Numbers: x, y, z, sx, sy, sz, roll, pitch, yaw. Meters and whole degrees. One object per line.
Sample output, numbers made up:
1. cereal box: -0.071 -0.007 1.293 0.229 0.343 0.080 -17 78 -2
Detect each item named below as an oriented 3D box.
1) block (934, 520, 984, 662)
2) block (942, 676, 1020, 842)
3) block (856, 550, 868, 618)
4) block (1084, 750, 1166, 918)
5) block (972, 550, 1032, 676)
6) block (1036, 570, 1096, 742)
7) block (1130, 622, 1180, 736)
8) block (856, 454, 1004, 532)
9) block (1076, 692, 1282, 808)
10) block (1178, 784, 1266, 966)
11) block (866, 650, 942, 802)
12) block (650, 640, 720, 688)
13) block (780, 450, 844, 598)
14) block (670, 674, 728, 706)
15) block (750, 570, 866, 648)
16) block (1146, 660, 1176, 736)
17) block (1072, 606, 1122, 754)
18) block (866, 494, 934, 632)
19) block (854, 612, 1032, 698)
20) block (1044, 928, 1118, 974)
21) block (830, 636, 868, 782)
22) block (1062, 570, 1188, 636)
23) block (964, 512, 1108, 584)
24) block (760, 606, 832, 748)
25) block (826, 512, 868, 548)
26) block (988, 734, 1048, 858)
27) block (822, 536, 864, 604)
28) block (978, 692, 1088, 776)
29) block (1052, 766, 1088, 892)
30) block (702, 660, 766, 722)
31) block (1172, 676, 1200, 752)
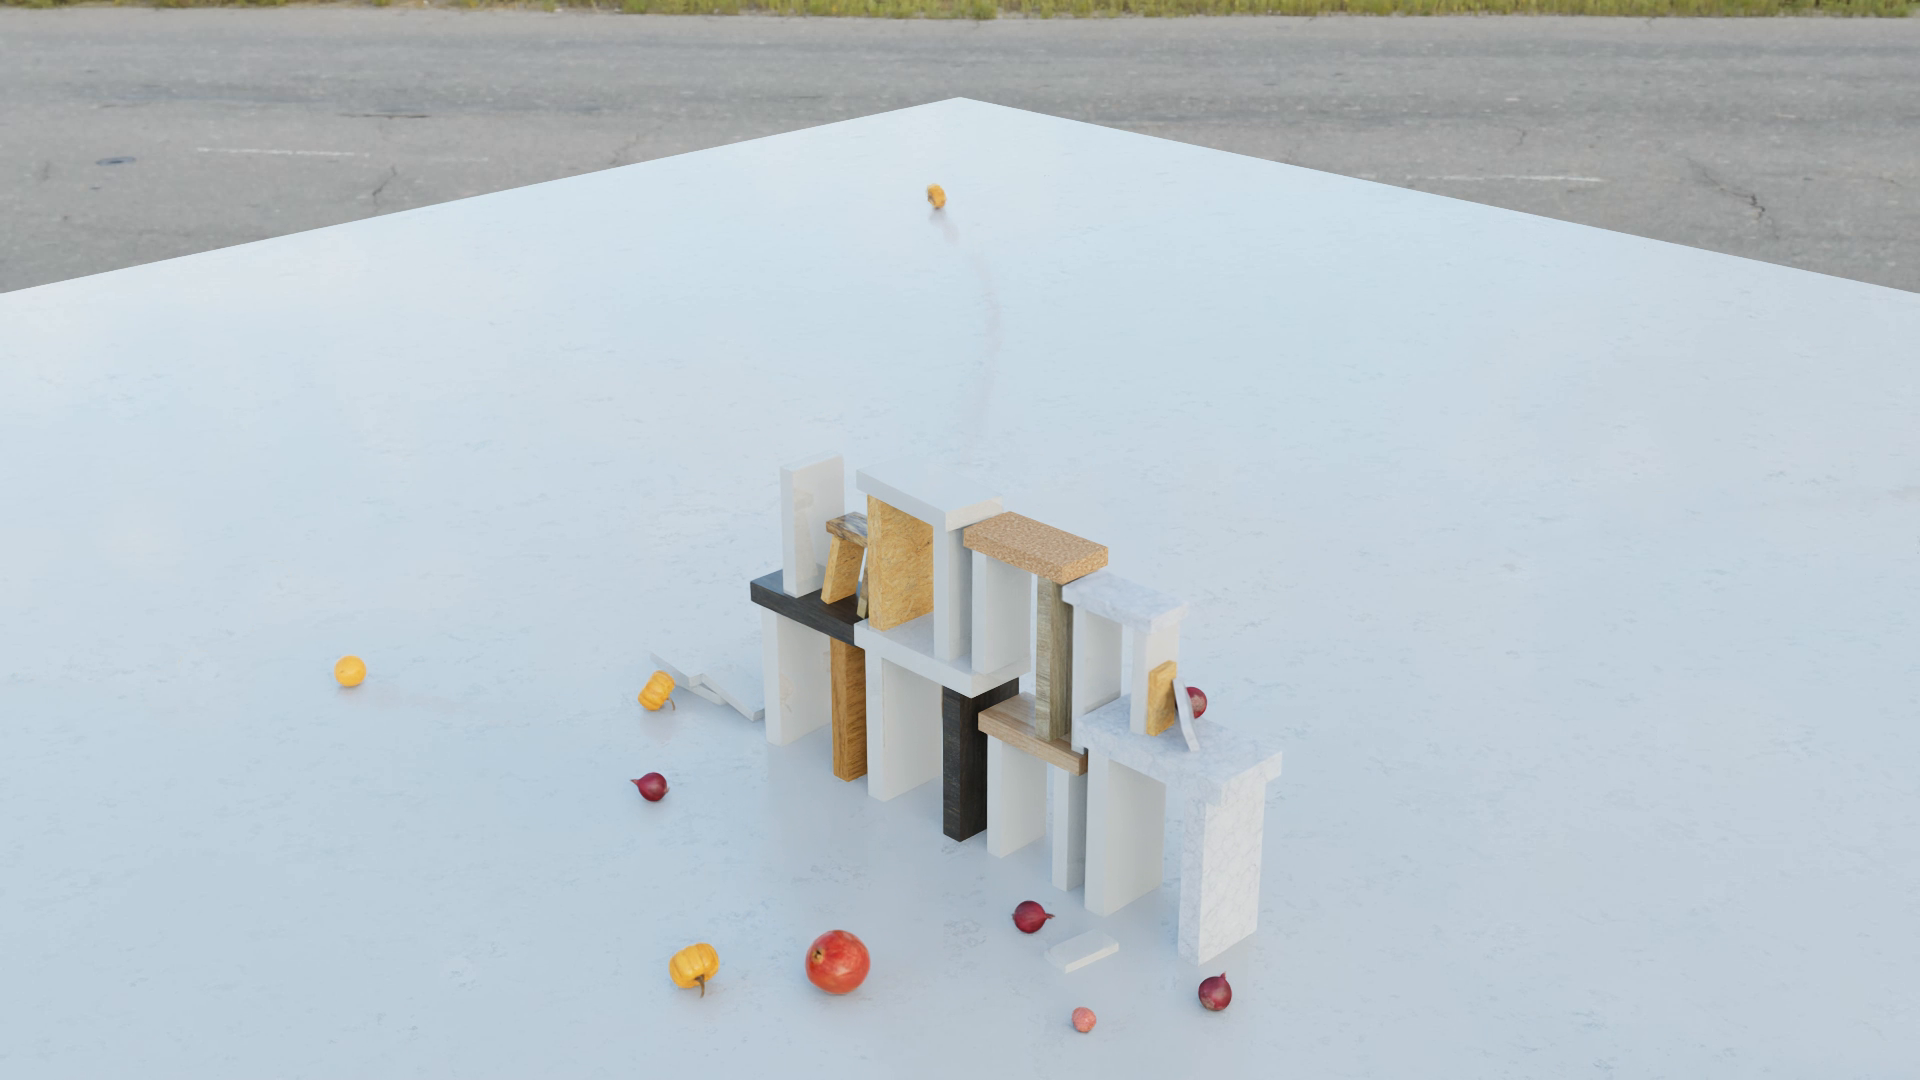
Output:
1. block: 0.014 0.080 4.244 0.141 0.282 0.040 -21 31 -40
2. block: 0.042 0.417 4.354 0.047 0.331 0.166 21 31 41
3. block: -0.161 0.078 4.432 0.079 0.158 0.022 -22 44 -41
4. block: 0.311 0.519 4.103 0.048 0.339 0.170 21 31 41
5. block: 0.080 0.121 4.188 0.125 0.250 0.035 -21 31 -40
6. block: 0.198 0.204 4.096 0.035 0.331 0.125 21 31 41
7. block: 0.350 0.237 3.946 0.029 0.207 0.103 18 29 35
8. block: -0.060 -0.093 4.240 0.141 0.040 0.282 -17 29 -35
9. block: 0.390 0.372 3.954 0.339 0.048 0.170 21 31 40
10. block: 0.471 0.581 3.957 0.048 0.339 0.170 21 31 41
11. block: -0.114 0.355 4.500 0.166 0.331 0.047 -21 31 -40
12. block: -0.623 0.281 5.003 0.088 0.025 0.176 -17 28 -34
13. block: -0.302 -0.034 4.540 0.040 0.280 0.140 21 31 40
14. block: -0.566 0.321 4.972 0.176 0.025 0.088 21 31 40
15. block: -0.269 0.129 4.574 0.322 0.046 0.161 21 31 40
16. block: 0.362 0.284 3.941 0.018 0.124 0.062 18 29 35
17. block: 0.253 0.242 4.050 0.103 0.297 0.029 -21 30 -41
18. block: -0.117 0.027 4.367 0.141 0.282 0.040 -21 31 -40
19. block: -0.036 0.212 4.353 0.166 0.047 0.331 -21 31 -40
20. block: 0.220 0.744 3.985 0.124 0.018 0.062 -16 28 -33
21. block: -0.192 0.327 4.577 0.161 0.322 0.046 -21 31 -41
22. block: 0.295 0.110 3.942 0.207 0.029 0.104 21 31 40
23. block: 0.140 0.012 4.078 0.250 0.035 0.125 21 31 41
24. block: -0.348 0.267 4.720 0.046 0.322 0.161 18 29 37
25. block: -0.188 -0.017 4.424 0.079 0.022 0.157 -21 30 -40
26. block: 0.112 0.479 4.299 0.037 0.260 0.130 21 31 41
27. block: -0.236 0.051 4.497 0.079 0.157 0.022 -22 46 -41
28. block: 0.174 0.366 4.184 0.260 0.037 0.130 21 31 41
29. block: 0.235 0.527 4.186 0.037 0.260 0.130 21 31 41
30. block: -0.484 0.334 4.891 0.176 0.025 0.088 34 38 32
31. block: 0.402 0.310 3.909 0.018 0.062 0.124 -17 41 10
